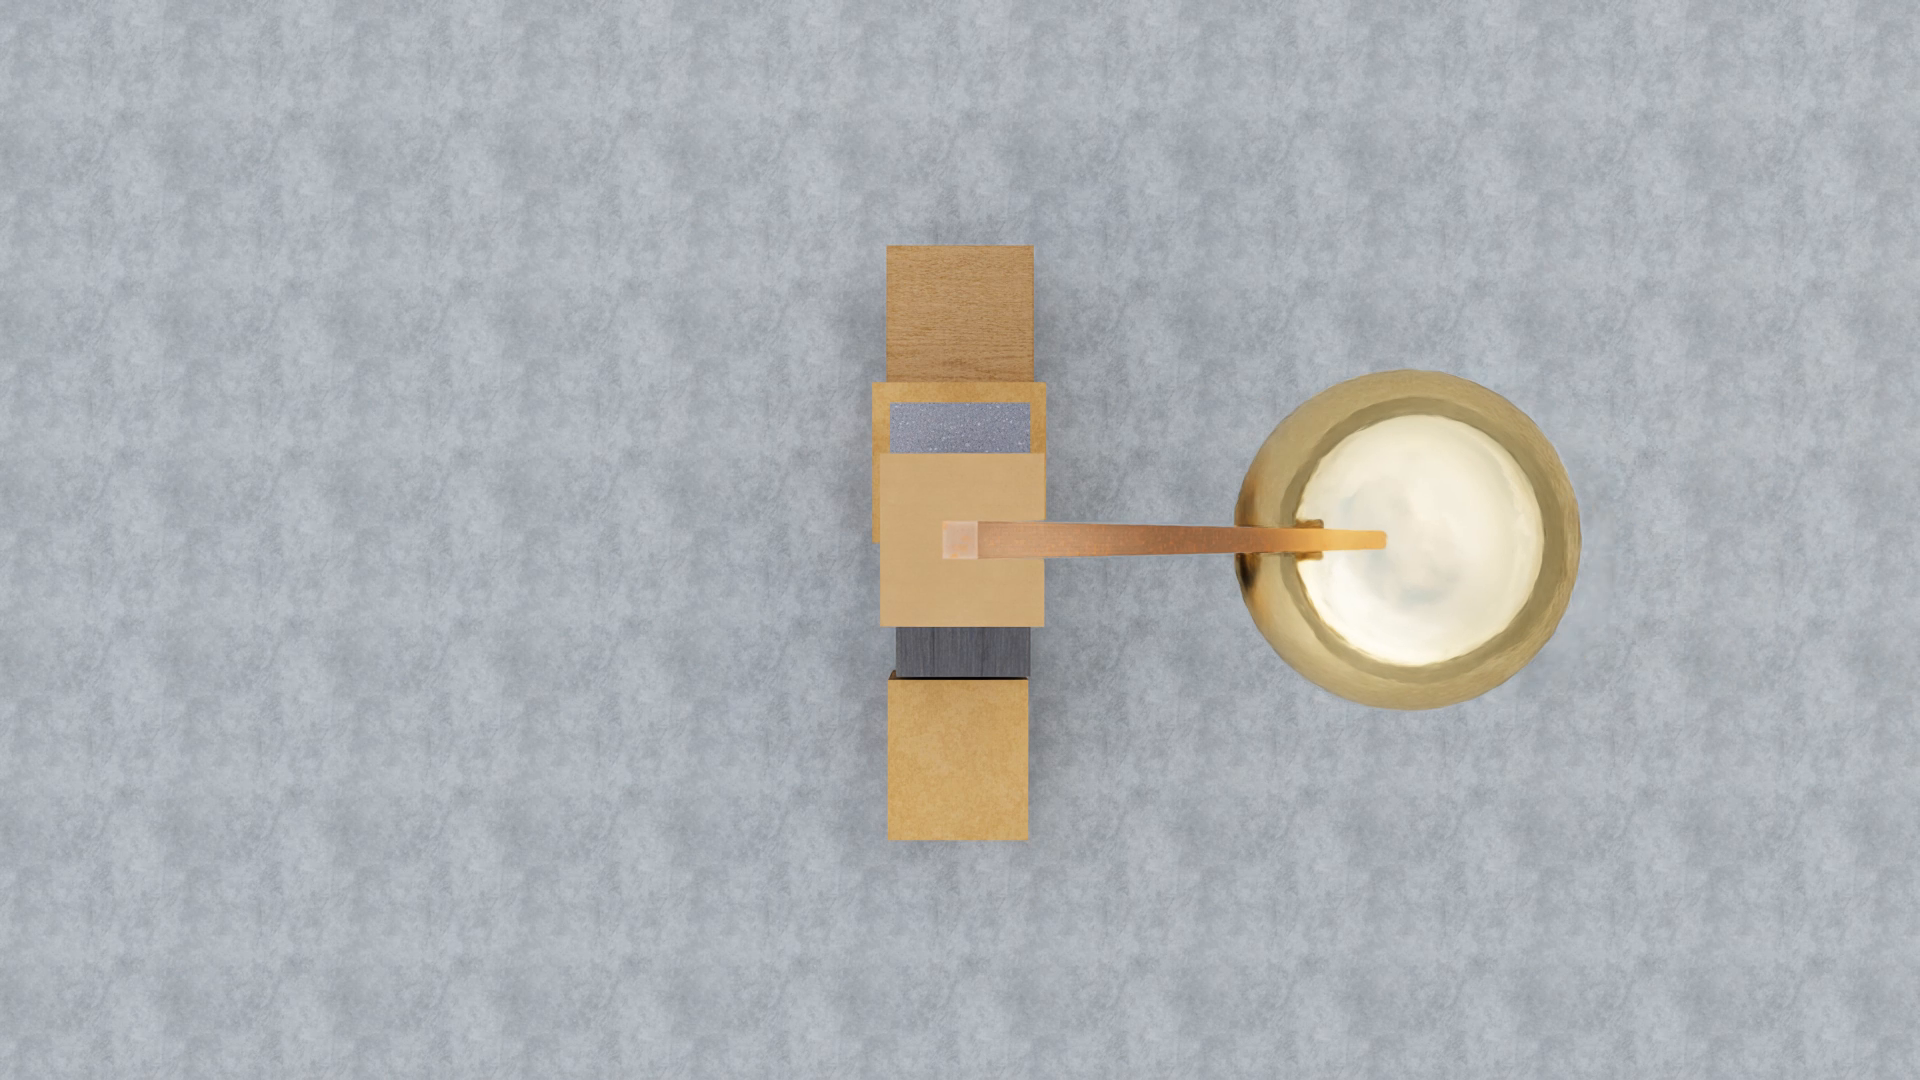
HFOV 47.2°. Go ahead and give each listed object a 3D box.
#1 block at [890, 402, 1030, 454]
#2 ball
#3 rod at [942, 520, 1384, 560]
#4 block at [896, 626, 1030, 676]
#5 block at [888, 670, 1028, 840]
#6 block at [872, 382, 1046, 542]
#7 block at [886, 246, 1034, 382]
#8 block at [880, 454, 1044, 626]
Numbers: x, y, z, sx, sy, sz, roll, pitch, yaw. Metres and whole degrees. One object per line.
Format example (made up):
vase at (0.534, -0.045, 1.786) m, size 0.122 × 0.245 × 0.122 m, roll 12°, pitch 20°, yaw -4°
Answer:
block at (0.001, -0.349, 11.726) m, size 0.724 × 0.801 × 0.717 m, roll 0°, pitch 90°, yaw 0°
ball at (2.074, 0.000, 10.266) m, size 1.600 × 1.600 × 1.600 m, roll 0°, pitch 90°, yaw 0°
rod at (0.899, 0.000, 7.075) m, size 0.080 × 5.200 × 0.080 m, roll 0°, pitch 90°, yaw 20°
block at (0.016, 0.364, 11.783) m, size 0.697 × 0.795 × 0.688 m, roll 0°, pitch 90°, yaw 0°
block at (-0.011, 1.208, 12.528) m, size 0.771 × 0.945 × 0.878 m, roll 0°, pitch 90°, yaw 0°
block at (-0.004, -0.427, 12.563) m, size 0.959 × 0.873 × 0.885 m, roll 0°, pitch 90°, yaw 0°
block at (0.001, -1.263, 12.642) m, size 0.822 × 0.717 × 0.767 m, roll 0°, pitch 90°, yaw 0°
block at (0.009, 0.000, 9.354) m, size 0.677 × 0.589 × 0.714 m, roll 0°, pitch 90°, yaw 0°
